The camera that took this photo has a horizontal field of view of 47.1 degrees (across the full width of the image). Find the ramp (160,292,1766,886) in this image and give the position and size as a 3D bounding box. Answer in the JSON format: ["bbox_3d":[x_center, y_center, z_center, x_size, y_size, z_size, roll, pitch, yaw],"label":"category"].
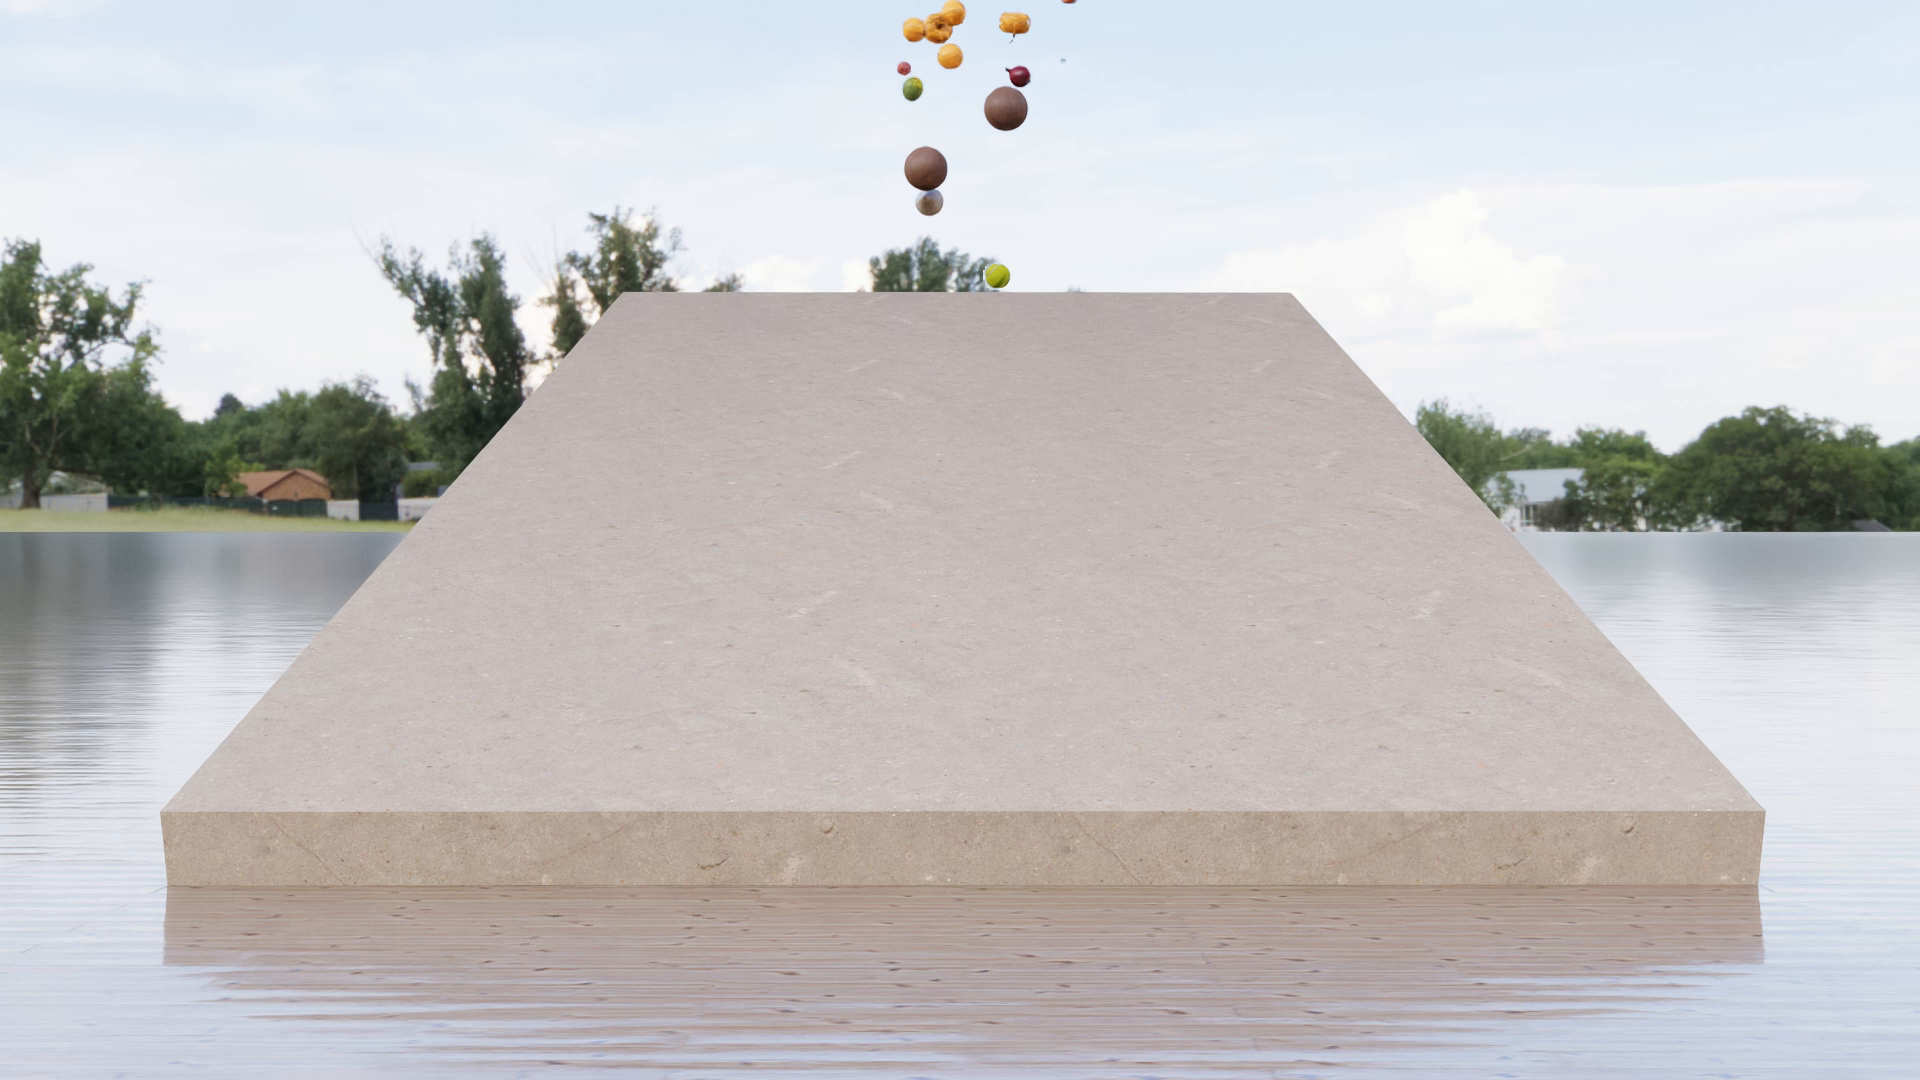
[{"bbox_3d":[-0.002,-0.154,4.681,2.000,0.100,4.000,0,16,0],"label":"ramp"}]
